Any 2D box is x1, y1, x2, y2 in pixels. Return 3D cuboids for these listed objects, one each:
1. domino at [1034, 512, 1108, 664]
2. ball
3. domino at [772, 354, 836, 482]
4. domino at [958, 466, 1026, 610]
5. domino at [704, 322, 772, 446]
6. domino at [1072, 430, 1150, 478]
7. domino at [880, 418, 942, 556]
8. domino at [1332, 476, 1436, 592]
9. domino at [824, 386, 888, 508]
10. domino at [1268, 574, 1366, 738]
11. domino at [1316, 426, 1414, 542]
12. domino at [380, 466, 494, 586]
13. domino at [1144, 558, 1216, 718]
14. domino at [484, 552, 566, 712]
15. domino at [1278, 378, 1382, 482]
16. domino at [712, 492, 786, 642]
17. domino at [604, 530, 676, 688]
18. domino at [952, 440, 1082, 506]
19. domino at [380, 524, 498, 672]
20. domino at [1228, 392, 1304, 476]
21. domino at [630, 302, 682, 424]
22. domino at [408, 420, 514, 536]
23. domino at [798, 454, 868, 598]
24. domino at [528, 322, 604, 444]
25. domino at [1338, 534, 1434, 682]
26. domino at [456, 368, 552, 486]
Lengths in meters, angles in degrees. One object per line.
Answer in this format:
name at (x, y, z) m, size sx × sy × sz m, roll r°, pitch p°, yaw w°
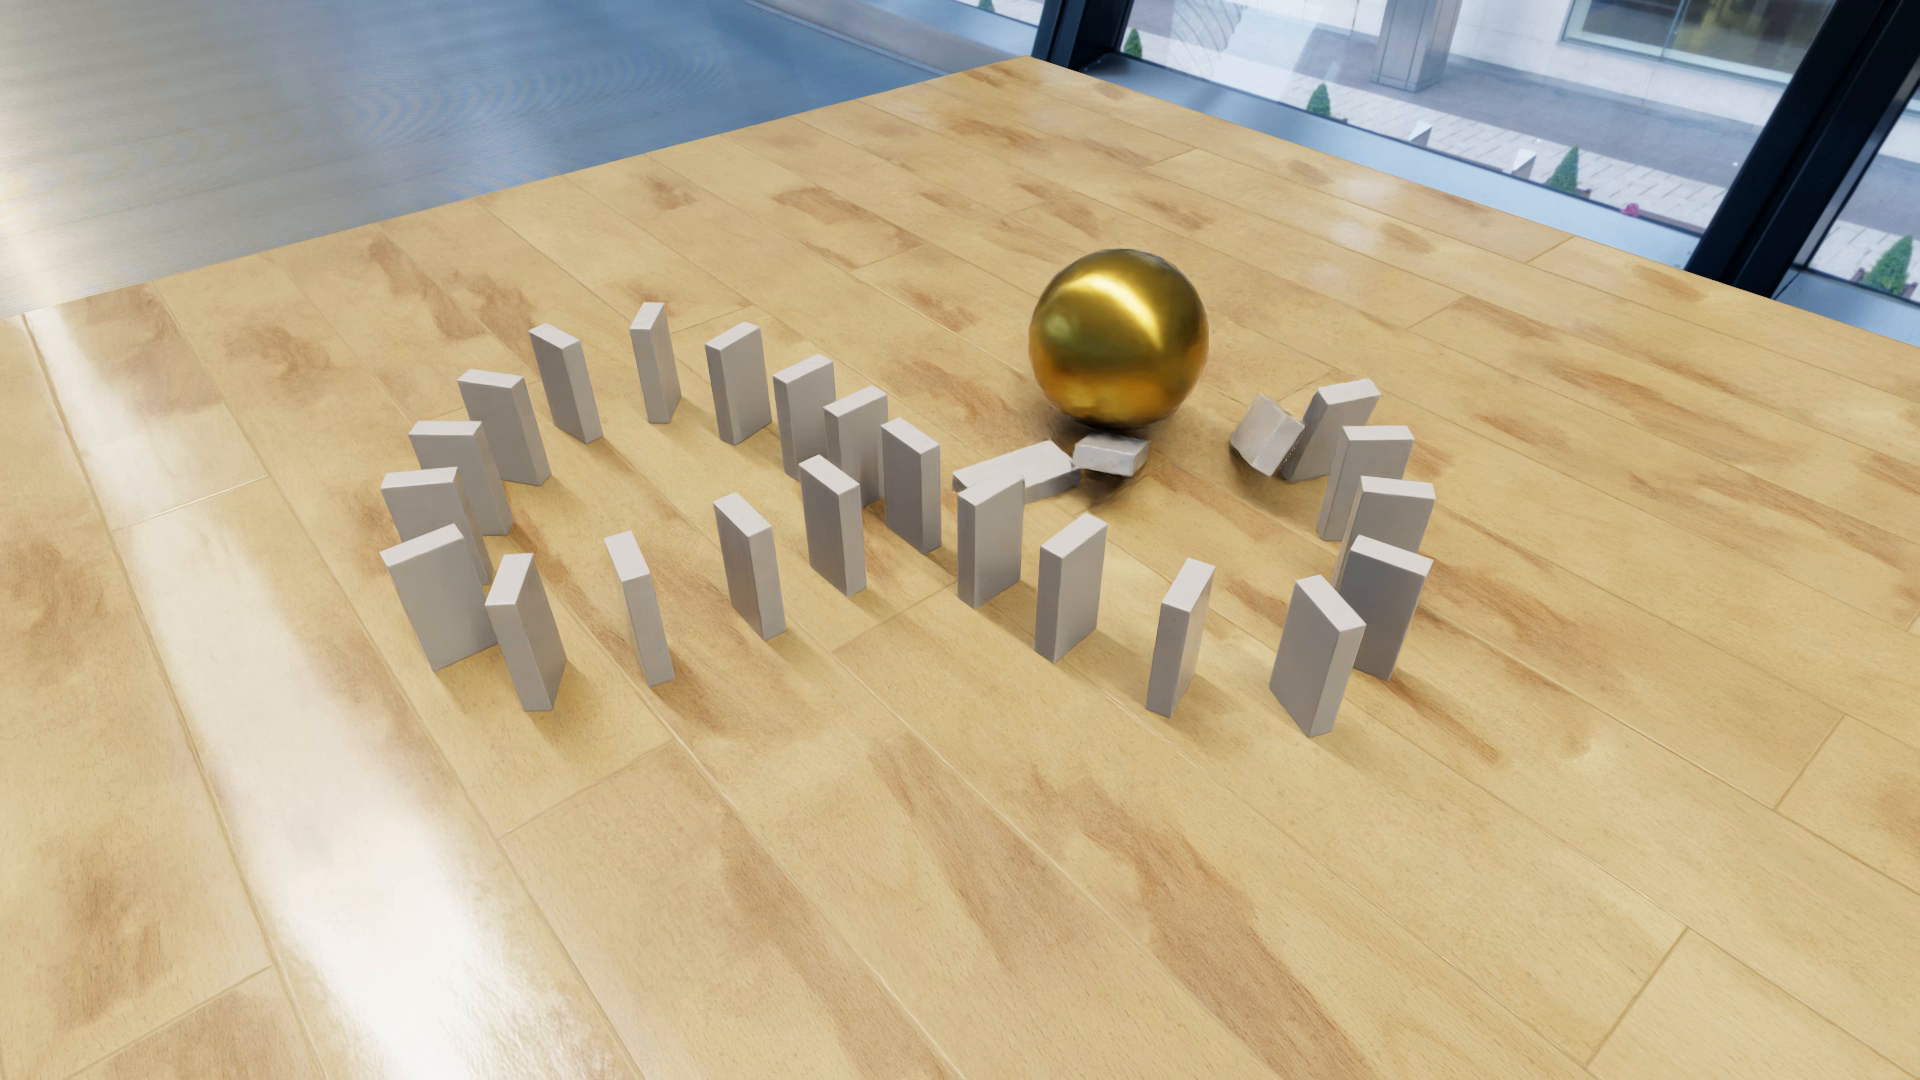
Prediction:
domino at (0.039, 0.017, 0.390) m, size 0.010 × 0.050 × 0.025 m, roll 30°, pitch 48°, yaw 32°
ball at (0.070, -0.089, 0.490) m, size 0.080 × 0.080 × 0.080 m, roll 0°, pitch 39°, yaw 0°
domino at (-0.066, -0.053, 0.476) m, size 0.009 × 0.050 × 0.025 m, roll 32°, pitch 49°, yaw 33°
domino at (0.011, 0.000, 0.412) m, size 0.025 × 0.050 × 0.009 m, roll -31°, pitch 48°, yaw -32°
domino at (-0.100, -0.070, 0.497) m, size 0.010 × 0.050 × 0.025 m, roll 24°, pitch 45°, yaw 26°
domino at (0.065, -0.037, 0.473) m, size 0.025 × 0.009 × 0.050 m, roll 12°, pitch 15°, yaw 14°
domino at (-0.019, -0.021, 0.437) m, size 0.009 × 0.050 × 0.025 m, roll -28°, pitch 47°, yaw -30°
domino at (0.158, 0.000, 0.411) m, size 0.025 × 0.050 × 0.009 m, roll 7°, pitch 40°, yaw 8°
domino at (-0.042, -0.037, 0.456) m, size 0.025 × 0.050 × 0.010 m, roll -30°, pitch 48°, yaw -31°
domino at (0.117, 0.039, 0.364) m, size 0.010 × 0.050 × 0.025 m, roll -12°, pitch 41°, yaw -15°
domino at (0.161, -0.022, 0.438) m, size 0.025 × 0.050 × 0.010 m, roll 0°, pitch 39°, yaw -1°
domino at (-0.197, -0.003, 0.416) m, size 0.025 × 0.050 × 0.009 m, roll -6°, pitch 40°, yaw -7°
domino at (0.074, 0.033, 0.371) m, size 0.009 × 0.050 × 0.025 m, roll 19°, pitch 43°, yaw 22°
domino at (-0.146, 0.032, 0.373) m, size 0.010 × 0.050 × 0.025 m, roll -3°, pitch 39°, yaw -3°
domino at (0.156, -0.046, 0.467) m, size 0.025 × 0.050 × 0.009 m, roll -12°, pitch 56°, yaw -14°
domino at (-0.076, 0.010, 0.399) m, size 0.009 × 0.050 × 0.025 m, roll -26°, pitch 46°, yaw -29°
domino at (-0.111, 0.024, 0.382) m, size 0.009 × 0.050 × 0.025 m, roll -18°, pitch 43°, yaw -21°
domino at (0.025, -0.026, 0.476) m, size 0.050 × 0.010 × 0.025 m, roll -20°, pitch 43°, yaw -23°
domino at (-0.181, 0.021, 0.386) m, size 0.025 × 0.050 × 0.010 m, roll -27°, pitch 46°, yaw -29°
domino at (0.131, -0.046, 0.473) m, size 0.010 × 0.025 × 0.050 m, roll 29°, pitch 17°, yaw -7°
domino at (-0.141, -0.082, 0.512) m, size 0.010 × 0.050 × 0.025 m, roll 1°, pitch 39°, yaw 2°
domino at (-0.199, -0.024, 0.441) m, size 0.025 × 0.050 × 0.009 m, roll 1°, pitch 39°, yaw 1°
domino at (-0.048, -0.005, 0.417) m, size 0.009 × 0.050 × 0.025 m, roll -29°, pitch 47°, yaw -31°
domino at (-0.178, -0.070, 0.497) m, size 0.025 × 0.050 × 0.009 m, roll 27°, pitch 47°, yaw 29°
domino at (0.144, 0.024, 0.382) m, size 0.025 × 0.050 × 0.009 m, roll 22°, pitch 44°, yaw 25°
domino at (-0.194, -0.047, 0.469) m, size 0.025 × 0.050 × 0.009 m, roll 9°, pitch 40°, yaw 11°
